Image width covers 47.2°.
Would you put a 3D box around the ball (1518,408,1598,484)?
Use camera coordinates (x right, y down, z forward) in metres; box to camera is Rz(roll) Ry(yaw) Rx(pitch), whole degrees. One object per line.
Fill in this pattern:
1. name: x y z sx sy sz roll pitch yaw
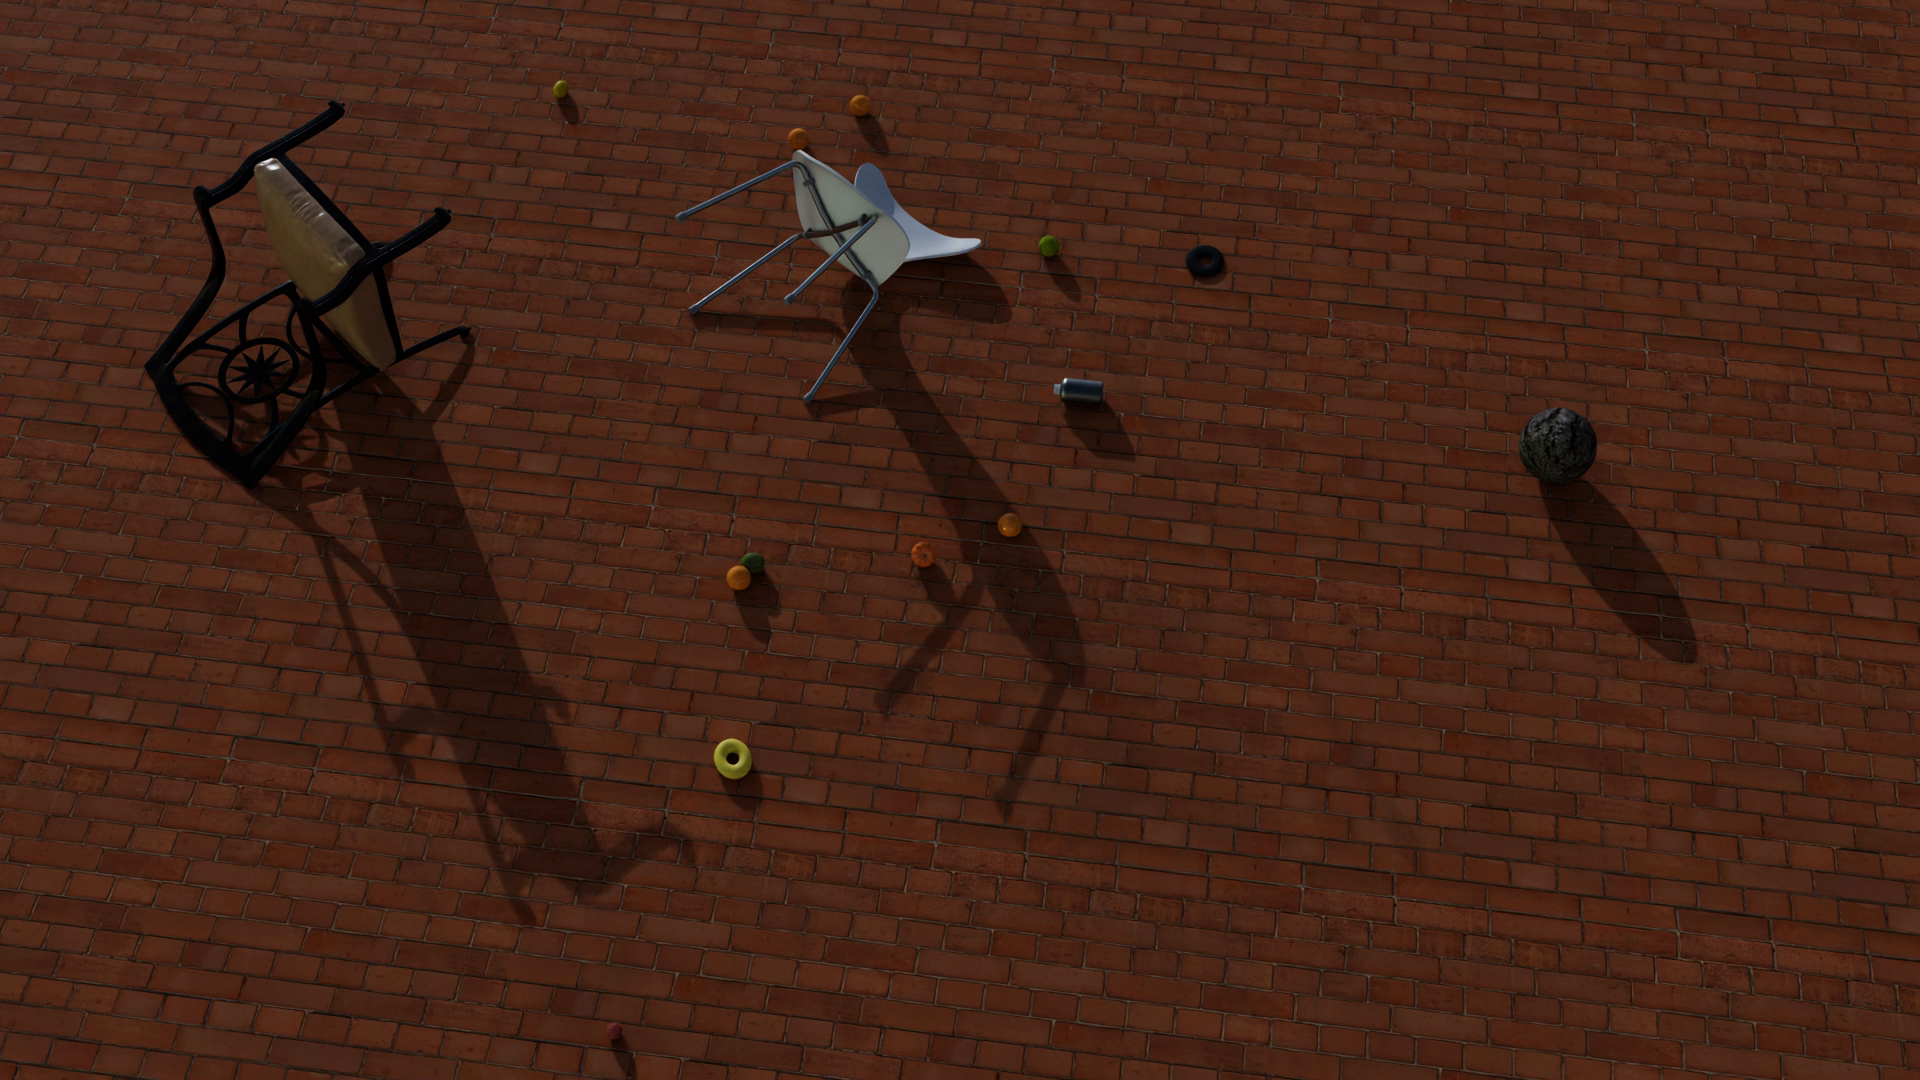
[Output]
1. ball: 1.801 -0.284 6.626 0.230 0.230 0.230 0 56 0

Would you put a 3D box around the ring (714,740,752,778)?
1. ring: -0.634 0.612 6.142 0.104 0.037 0.127 -19 58 -11

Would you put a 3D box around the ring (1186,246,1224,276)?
1. ring: 0.799 -0.910 7.176 0.125 0.016 0.137 15 57 9
